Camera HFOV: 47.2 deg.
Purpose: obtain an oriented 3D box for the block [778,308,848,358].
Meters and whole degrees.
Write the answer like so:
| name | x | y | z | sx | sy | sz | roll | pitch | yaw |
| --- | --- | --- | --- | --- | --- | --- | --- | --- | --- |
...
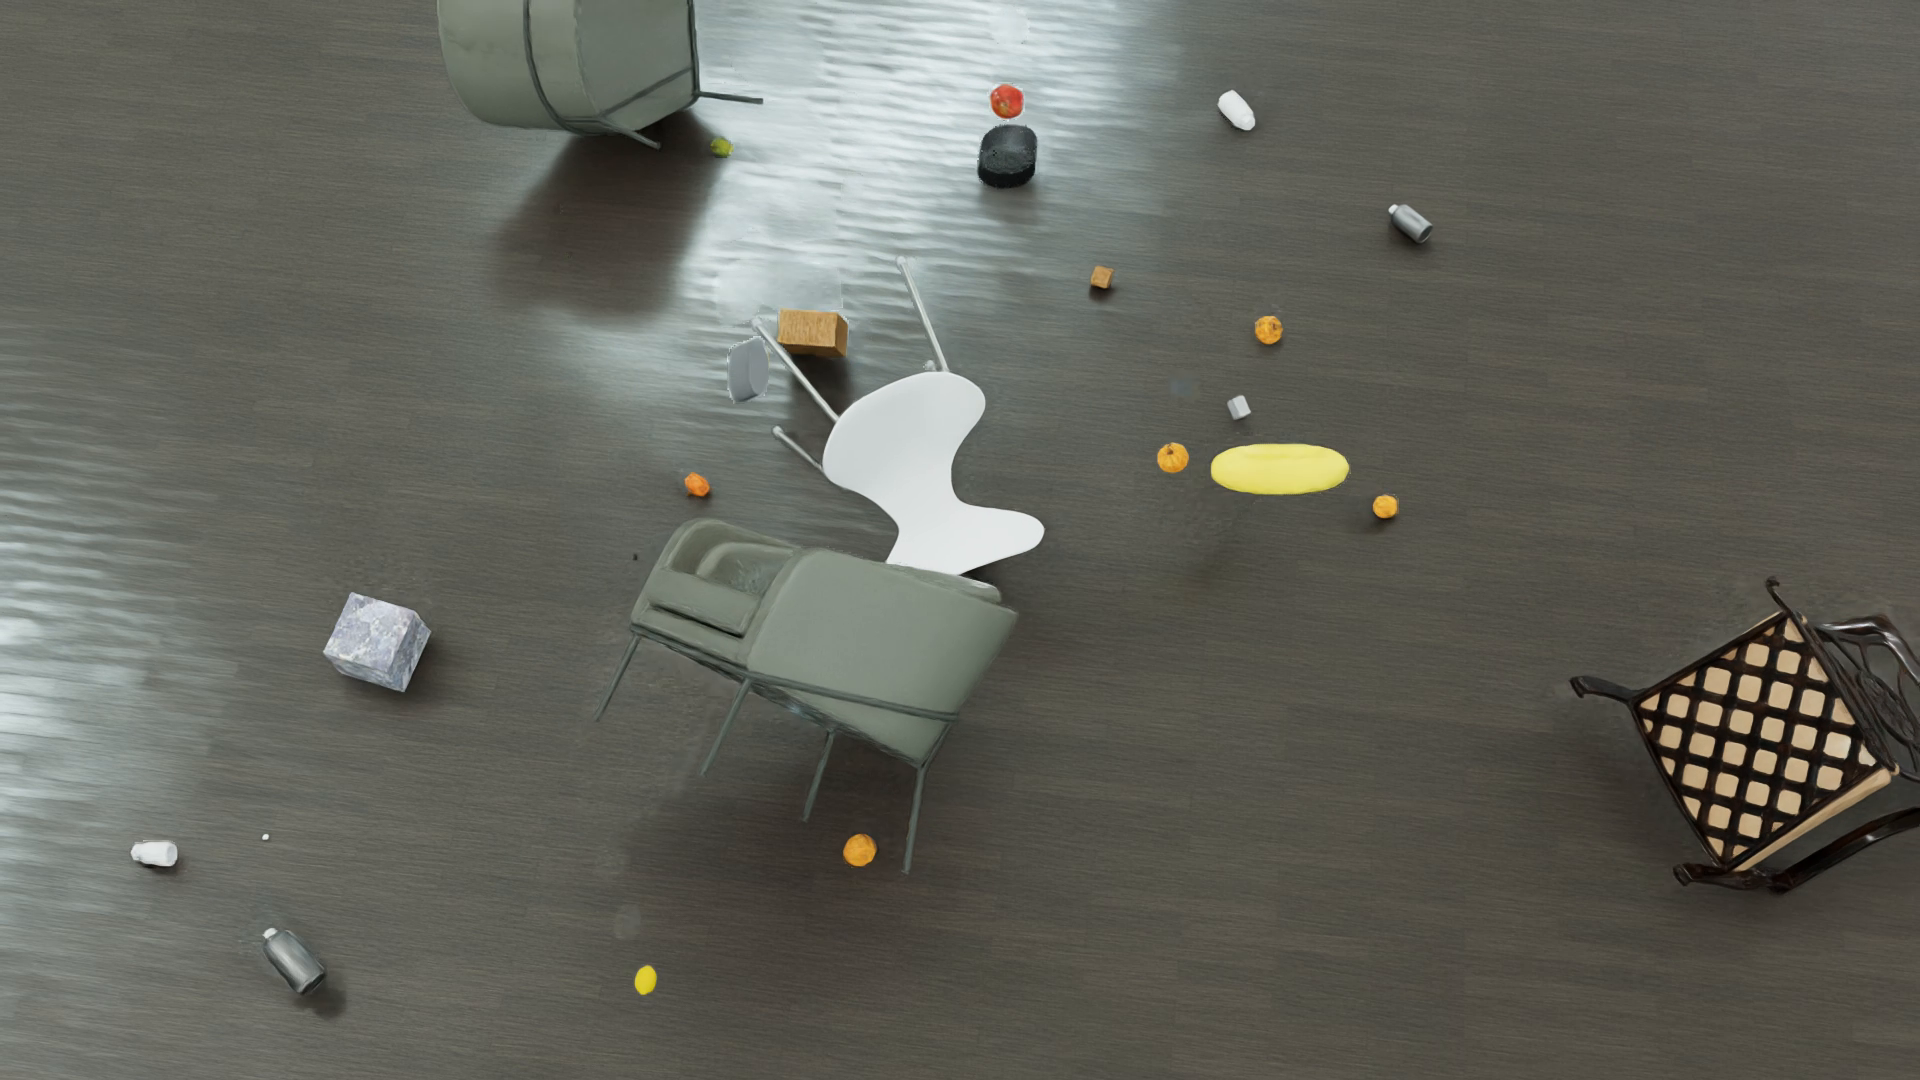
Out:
| name | x | y | z | sx | sy | sz | roll | pitch | yaw |
| --- | --- | --- | --- | --- | --- | --- | --- | --- | --- |
| block | -0.455 | -0.641 | 6.821 | 0.175 | 0.284 | 0.104 | 4 | 88 | 3 |

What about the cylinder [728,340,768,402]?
| name | x | y | z | sx | sy | sz | roll | pitch | yaw |
| --- | --- | --- | --- | --- | --- | --- | --- | --- | --- |
| cylinder | -0.591 | -0.472 | 6.127 | 0.086 | 0.070 | 0.164 | -15 | 70 | 42 |

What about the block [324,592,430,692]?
| name | x | y | z | sx | sy | sz | roll | pitch | yaw |
| --- | --- | --- | --- | --- | --- | --- | --- | --- | --- |
| block | -1.658 | 0.292 | 6.262 | 0.200 | 0.162 | 0.193 | 15 | 67 | 10 |

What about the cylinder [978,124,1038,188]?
| name | x | y | z | sx | sy | sz | roll | pitch | yaw |
| --- | --- | --- | --- | --- | --- | --- | --- | --- | --- |
| cylinder | 0.159 | -1.277 | 7.324 | 0.200 | 0.168 | 0.123 | -16 | 51 | 29 |

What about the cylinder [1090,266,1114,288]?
| name | x | y | z | sx | sy | sz | roll | pitch | yaw |
| --- | --- | --- | --- | --- | --- | --- | --- | --- | --- |
| cylinder | 0.460 | -0.851 | 7.113 | 0.055 | 0.051 | 0.086 | 17 | 46 | 11 |

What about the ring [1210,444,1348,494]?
| name | x | y | z | sx | sy | sz | roll | pitch | yaw |
| --- | --- | --- | --- | --- | --- | --- | --- | --- | --- |
| ring | 0.928 | -0.207 | 6.394 | 0.405 | 0.105 | 0.235 | -1 | 18 | -2 |

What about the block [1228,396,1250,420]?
| name | x | y | z | sx | sy | sz | roll | pitch | yaw |
| --- | --- | --- | --- | --- | --- | --- | --- | --- | --- |
| block | 0.862 | -0.408 | 6.800 | 0.037 | 0.059 | 0.059 | -23 | 87 | -15 |
